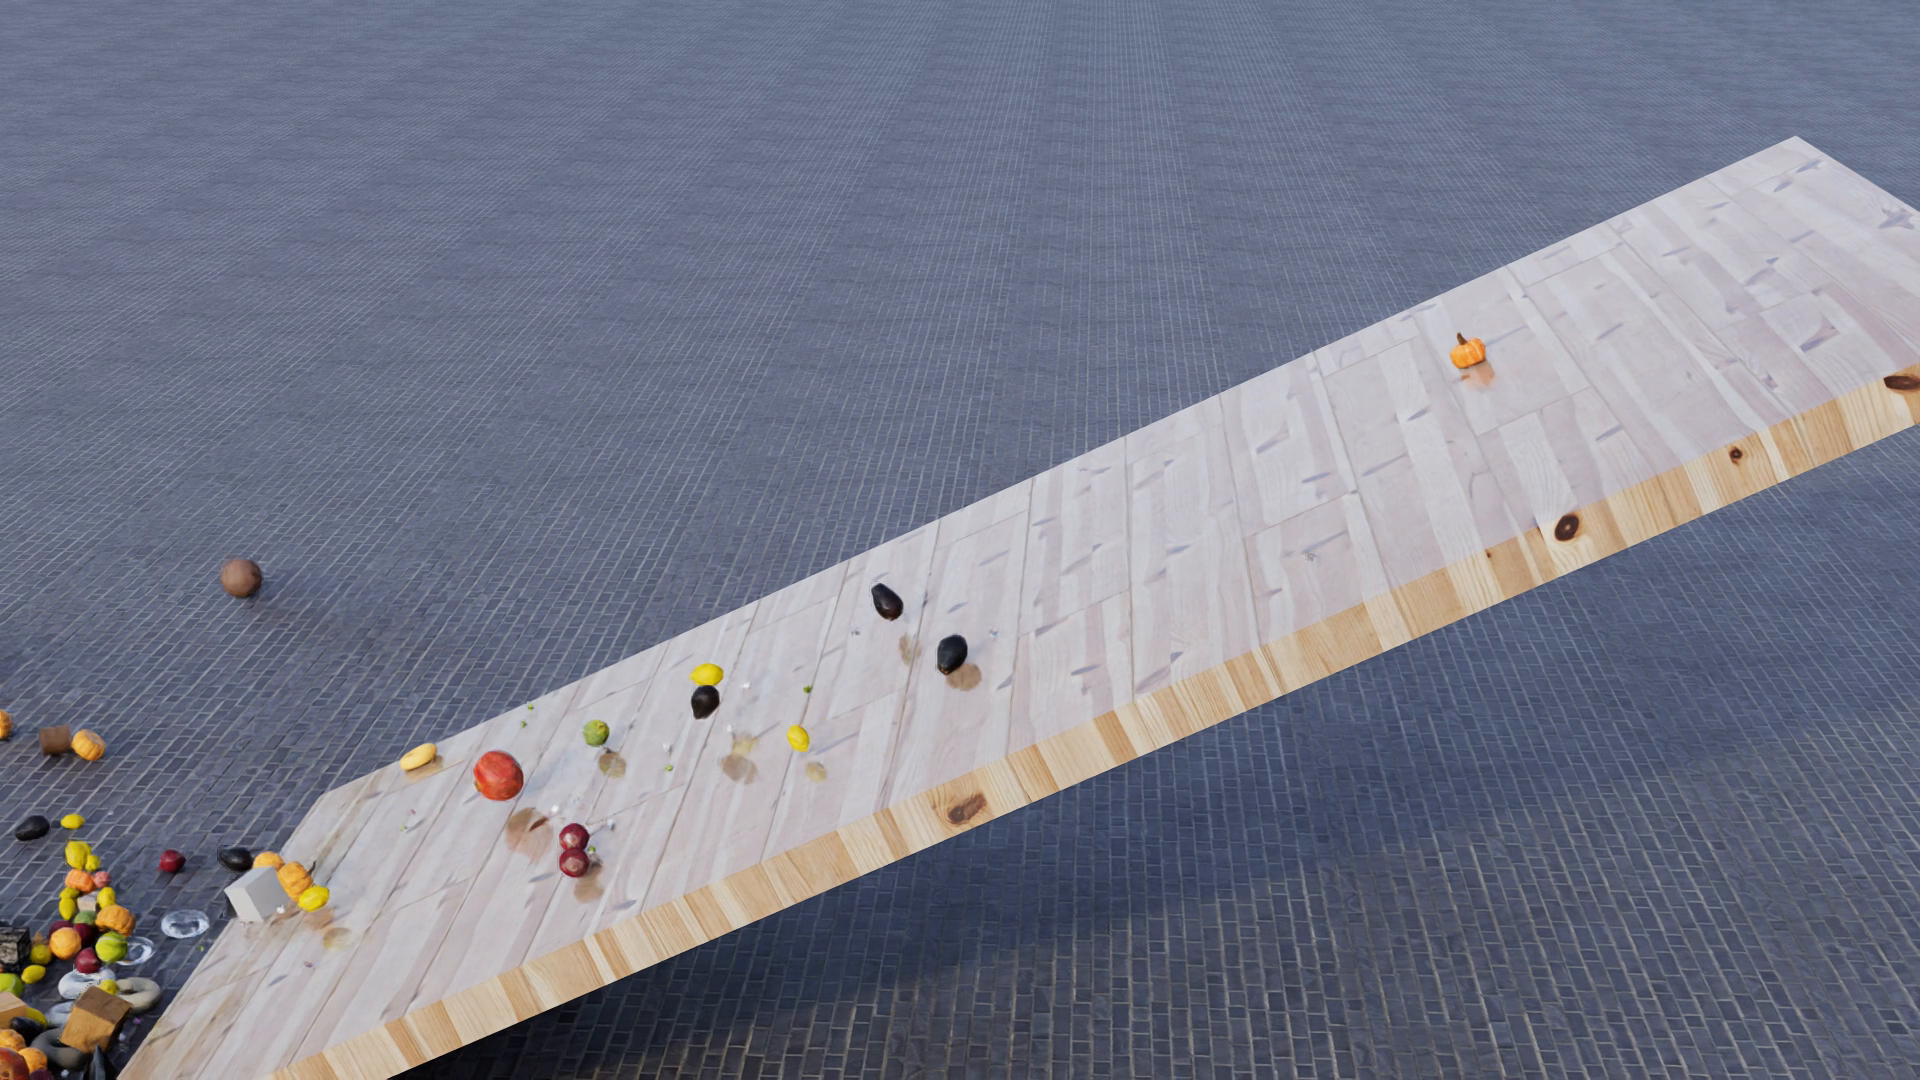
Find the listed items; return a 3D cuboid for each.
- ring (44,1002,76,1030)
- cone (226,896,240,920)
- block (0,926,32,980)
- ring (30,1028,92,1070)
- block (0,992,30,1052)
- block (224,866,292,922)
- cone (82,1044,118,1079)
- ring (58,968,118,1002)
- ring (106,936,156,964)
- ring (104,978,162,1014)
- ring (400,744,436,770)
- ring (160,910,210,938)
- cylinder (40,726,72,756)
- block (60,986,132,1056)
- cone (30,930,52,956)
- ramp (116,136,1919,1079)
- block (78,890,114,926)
[{"bbox_3d":[-1.951,1.043,6.444,0.111,0.037,0.111,-1,12,0],"label":"ring"},{"bbox_3d":[-1.632,0.836,6.752,0.081,0.081,0.081,4,16,8],"label":"cone"},{"bbox_3d":[-2.177,0.942,6.702,0.092,0.092,0.092,0,16,0],"label":"block"},{"bbox_3d":[-1.912,1.085,6.274,0.139,0.046,0.139,6,16,-2],"label":"ring"},{"bbox_3d":[-2.073,1.043,6.346,0.092,0.092,0.092,-14,21,-40],"label":"block"},{"bbox_3d":[-1.595,0.805,6.684,0.090,0.090,0.090,-12,19,46],"label":"block"},{"bbox_3d":[-1.814,1.093,6.193,0.072,0.072,0.072,-3,12,1],"label":"cone"},{"bbox_3d":[-1.955,0.997,6.598,0.131,0.044,0.131,-1,15,0],"label":"ring"},{"bbox_3d":[-1.913,0.947,6.787,0.108,0.036,0.108,1,16,0],"label":"ring"},{"bbox_3d":[-1.843,1.014,6.534,0.136,0.045,0.136,0,16,0],"label":"ring"},{"bbox_3d":[-1.356,0.543,7.368,0.101,0.034,0.101,-26,12,6],"label":"ring"},{"bbox_3d":[-1.827,0.905,6.934,0.112,0.037,0.112,1,16,0],"label":"ring"},{"bbox_3d":[-2.492,0.553,8.105,0.076,0.076,0.076,-7,17,-23],"label":"cylinder"},{"bbox_3d":[-1.838,1.027,6.261,0.096,0.096,0.096,26,20,-2],"label":"block"},{"bbox_3d":[-2.135,0.928,6.816,0.056,0.056,0.056,0,16,0],"label":"cone"},{"bbox_3d":[0.136,0.169,6.282,4.000,0.100,2.000,-24,13,9],"label":"ramp"},{"bbox_3d":[-2.055,0.876,6.999,0.057,0.057,0.057,9,18,29],"label":"block"}]
